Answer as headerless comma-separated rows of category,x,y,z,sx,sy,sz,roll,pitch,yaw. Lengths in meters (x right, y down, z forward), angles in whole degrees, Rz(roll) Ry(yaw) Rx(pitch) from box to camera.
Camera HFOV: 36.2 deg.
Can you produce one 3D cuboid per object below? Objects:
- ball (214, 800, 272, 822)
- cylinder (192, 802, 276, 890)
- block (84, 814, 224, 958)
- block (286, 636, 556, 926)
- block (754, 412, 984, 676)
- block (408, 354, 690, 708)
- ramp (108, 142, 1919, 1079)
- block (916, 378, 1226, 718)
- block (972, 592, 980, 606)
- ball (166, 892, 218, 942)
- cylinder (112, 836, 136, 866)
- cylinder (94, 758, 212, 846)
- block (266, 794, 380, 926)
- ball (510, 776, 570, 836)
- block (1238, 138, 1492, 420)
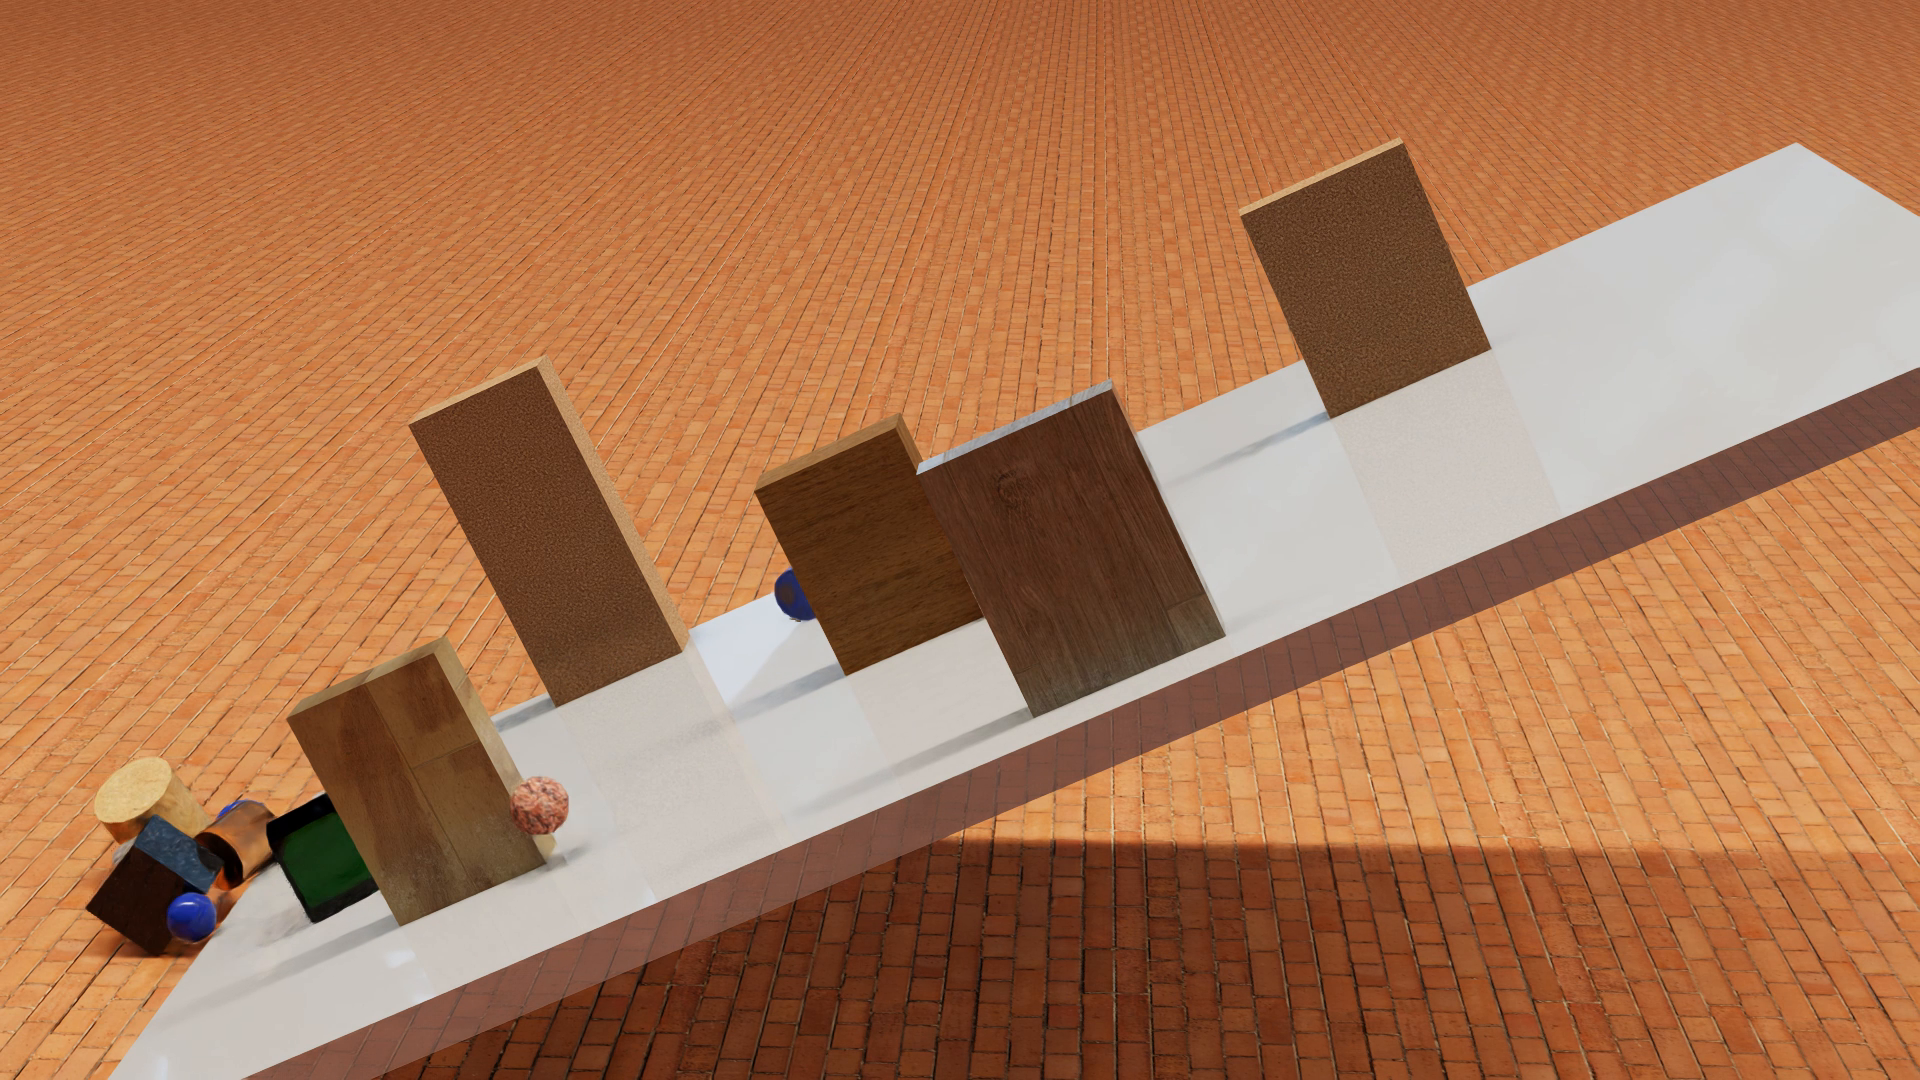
ball,-1.768,0.720,7.275,0.157,0.157,0.157,0,16,0
cylinder,-1.722,0.728,7.011,0.157,0.157,0.157,8,27,25
block,-1.864,0.800,6.821,0.199,0.199,0.199,37,12,-10
block,-1.097,0.494,6.009,0.340,0.495,0.117,-24,13,9
block,-0.186,0.009,6.289,0.331,0.450,0.146,-24,13,9
block,-0.998,-0.020,7.183,0.350,0.784,0.139,-24,13,9
ramp,0.135,0.169,6.283,4.000,0.100,2.000,-24,13,9
block,0.206,0.018,5.387,0.387,0.509,0.087,-24,13,9
block,0.083,0.082,6.251,0.110,0.110,0.110,-24,13,9
ball,-1.737,0.853,6.647,0.113,0.113,0.113,0,16,0
cylinder,-1.927,0.790,7.006,0.138,0.138,0.138,-15,25,7
cylinder,-1.979,0.682,7.225,0.209,0.209,0.209,-15,40,13
block,-1.376,0.683,6.442,0.204,0.204,0.204,-28,13,-9
ball,-0.846,0.535,5.922,0.119,0.119,0.119,0,16,0
block,0.886,-0.571,6.435,0.381,0.496,0.089,-24,13,9
